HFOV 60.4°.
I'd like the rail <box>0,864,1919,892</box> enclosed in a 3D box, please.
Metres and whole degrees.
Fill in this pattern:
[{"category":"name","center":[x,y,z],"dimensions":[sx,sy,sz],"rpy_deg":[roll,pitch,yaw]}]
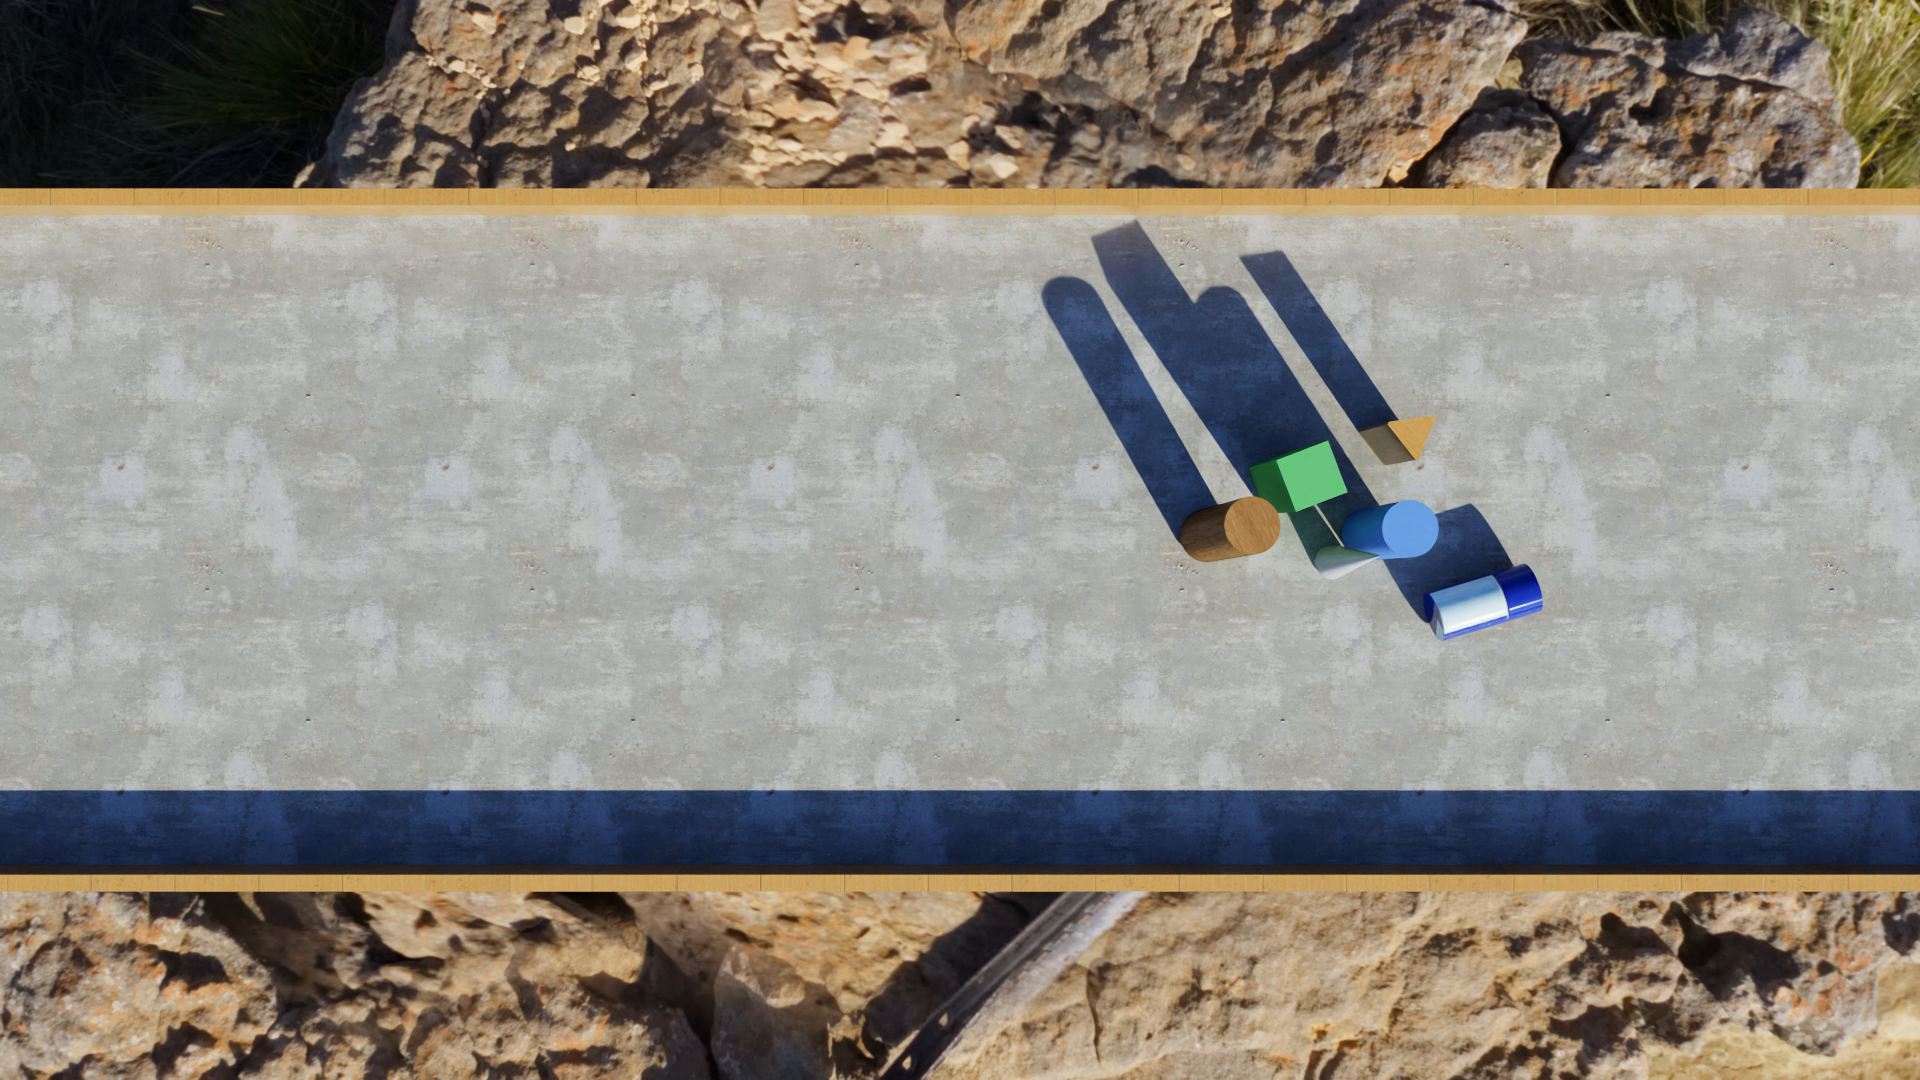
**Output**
[{"category":"rail","center":[-2.247,1.025,5.001],"dimensions":[12.000,0.150,0.050],"rpy_deg":[0,90,0]}]

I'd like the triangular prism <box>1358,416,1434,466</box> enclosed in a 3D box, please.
[{"category":"triangular prism","center":[1.315,-0.318,4.903],"dimensions":[0.117,0.348,0.136],"rpy_deg":[-38,90,0]}]

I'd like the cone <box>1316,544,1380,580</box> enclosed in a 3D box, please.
[{"category":"cone","center":[1.168,0.055,4.864],"dimensions":[0.108,0.415,0.108],"rpy_deg":[0,87,-7]}]

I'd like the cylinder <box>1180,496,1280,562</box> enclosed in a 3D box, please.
[{"category":"cylinder","center":[0.788,-0.027,4.844],"dimensions":[0.164,0.444,0.164],"rpy_deg":[1,86,-8]}]

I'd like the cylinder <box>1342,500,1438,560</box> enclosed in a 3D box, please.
[{"category":"cylinder","center":[1.260,-0.025,4.856],"dimensions":[0.161,0.435,0.161],"rpy_deg":[0,88,-2]}]

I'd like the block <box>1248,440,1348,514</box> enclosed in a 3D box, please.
[{"category":"block","center":[0.985,-0.179,4.847],"dimensions":[0.154,0.460,0.154],"rpy_deg":[-21,90,0]}]

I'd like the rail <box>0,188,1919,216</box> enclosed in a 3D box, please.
[{"category":"rail","center":[-2.247,-1.025,5.002],"dimensions":[12.000,0.150,0.050],"rpy_deg":[0,90,0]}]

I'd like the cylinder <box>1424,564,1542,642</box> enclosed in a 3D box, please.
[{"category":"cylinder","center":[1.584,0.189,5.000],"dimensions":[0.309,0.155,0.155],"rpy_deg":[-17,90,0]}]
